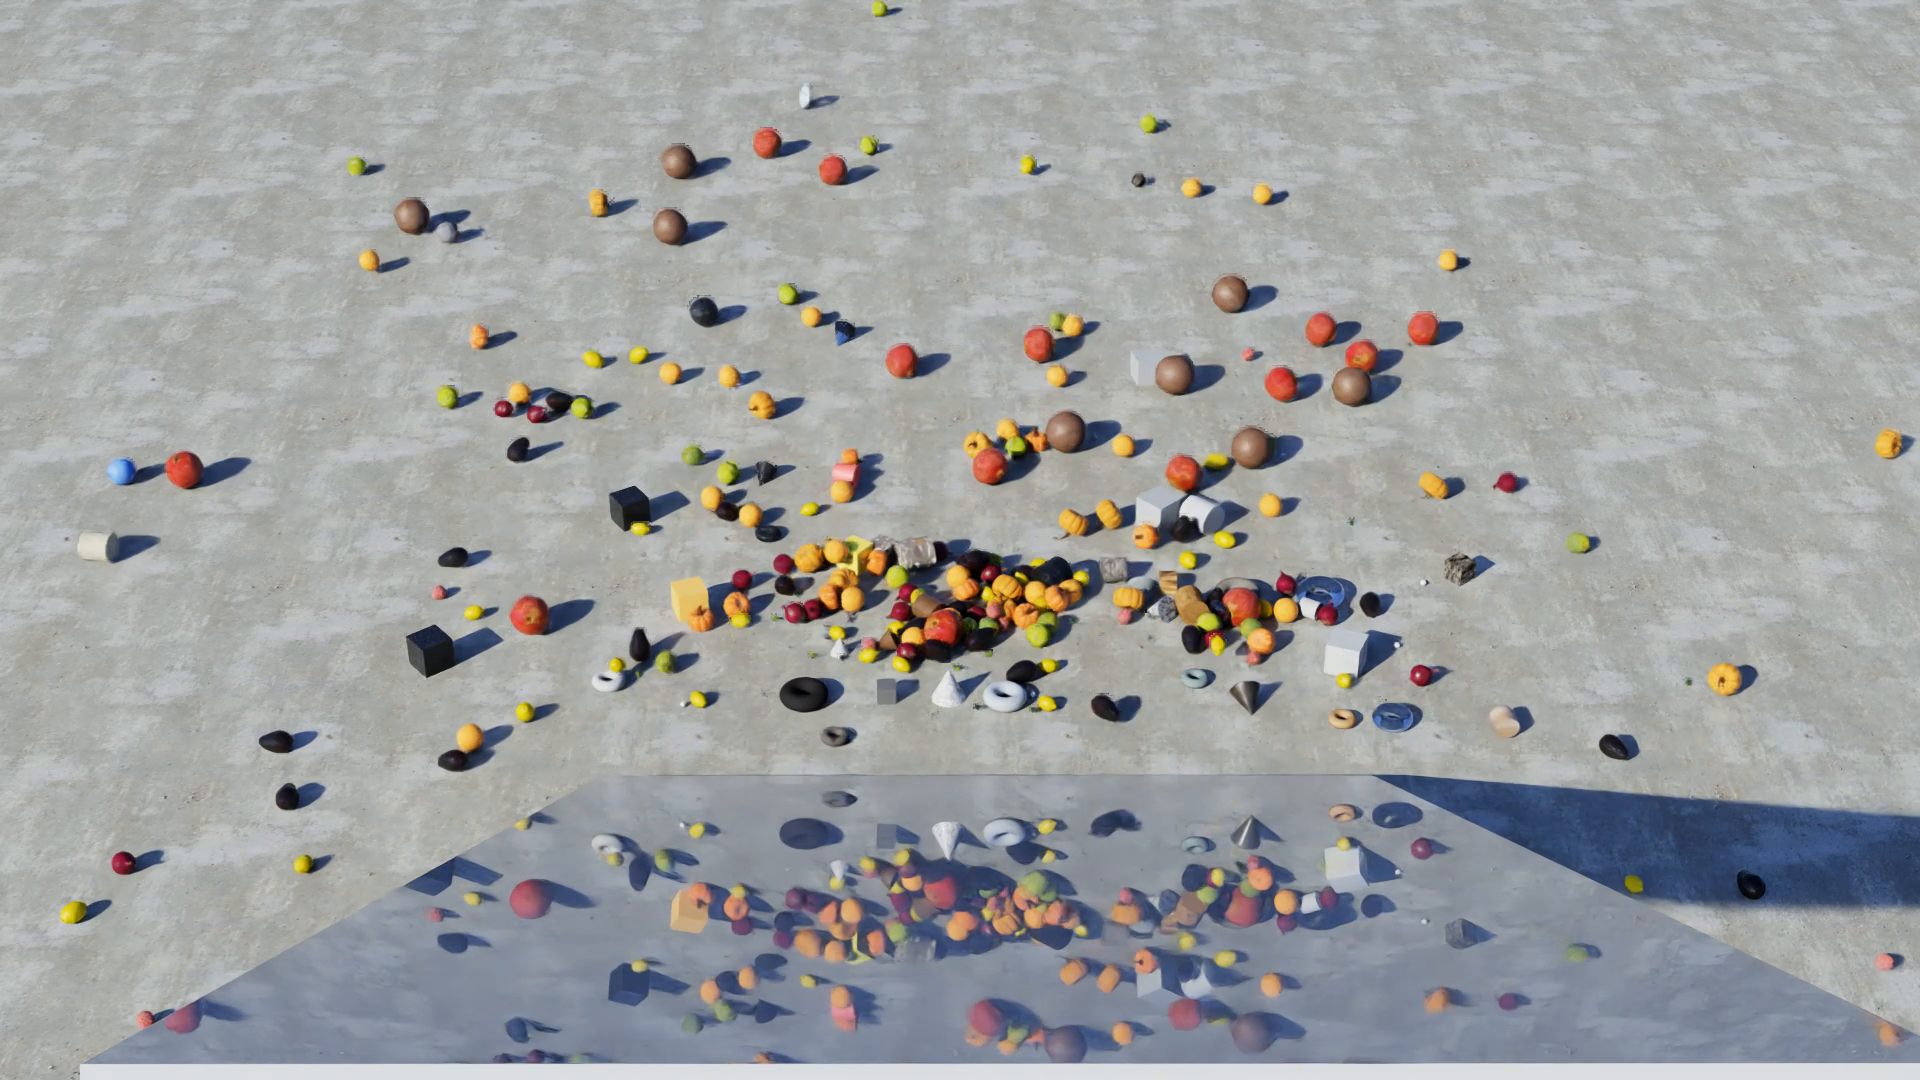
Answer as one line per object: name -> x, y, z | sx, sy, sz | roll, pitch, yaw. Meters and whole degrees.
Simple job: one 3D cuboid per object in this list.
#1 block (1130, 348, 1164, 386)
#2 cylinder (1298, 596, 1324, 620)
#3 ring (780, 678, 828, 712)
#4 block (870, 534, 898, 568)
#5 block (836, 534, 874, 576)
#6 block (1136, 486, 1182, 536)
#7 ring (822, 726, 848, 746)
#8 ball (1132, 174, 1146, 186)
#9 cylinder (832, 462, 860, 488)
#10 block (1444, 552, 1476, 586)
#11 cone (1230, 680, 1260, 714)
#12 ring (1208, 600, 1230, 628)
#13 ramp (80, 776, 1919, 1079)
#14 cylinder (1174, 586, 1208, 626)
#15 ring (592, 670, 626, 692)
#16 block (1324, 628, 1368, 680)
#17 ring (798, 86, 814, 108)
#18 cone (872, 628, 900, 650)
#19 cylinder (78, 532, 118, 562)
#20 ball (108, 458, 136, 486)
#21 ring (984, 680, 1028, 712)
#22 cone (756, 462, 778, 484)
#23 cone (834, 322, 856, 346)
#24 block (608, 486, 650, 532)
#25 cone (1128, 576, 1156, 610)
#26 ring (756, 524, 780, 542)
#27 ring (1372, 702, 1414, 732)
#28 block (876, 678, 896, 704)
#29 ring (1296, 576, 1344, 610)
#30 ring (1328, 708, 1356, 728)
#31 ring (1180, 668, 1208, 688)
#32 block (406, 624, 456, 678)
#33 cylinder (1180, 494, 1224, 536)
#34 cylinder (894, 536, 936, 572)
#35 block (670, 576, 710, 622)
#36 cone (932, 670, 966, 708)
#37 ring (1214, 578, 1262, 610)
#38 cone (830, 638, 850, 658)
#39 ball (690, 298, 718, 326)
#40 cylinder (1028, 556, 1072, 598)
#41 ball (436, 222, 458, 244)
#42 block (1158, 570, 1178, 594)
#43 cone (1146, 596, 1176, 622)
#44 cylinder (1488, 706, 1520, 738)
block -> 0.628, -0.580, 8.684 | 0.090, 0.090, 0.090 | -7, 33, -11
cylinder -> 1.012, 0.198, 7.488 | 0.055, 0.055, 0.055 | 20, 38, 29
ring -> -0.430, 0.425, 7.140 | 0.136, 0.045, 0.136 | 0, 31, 0
block -> -0.231, 0.033, 7.739 | 0.065, 0.065, 0.065 | 20, 38, 29
block -> -0.312, 0.046, 7.707 | 0.077, 0.077, 0.077 | 22, 38, 30
block -> 0.607, -0.088, 7.899 | 0.100, 0.100, 0.100 | -27, 41, -36
ring -> -0.337, 0.530, 6.994 | 0.075, 0.025, 0.075 | -1, 31, 0
ball -> 0.688, -1.388, 9.994 | 0.052, 0.052, 0.052 | 0, 32, 0
cylinder -> -0.355, -0.204, 8.110 | 0.069, 0.069, 0.069 | 10, 34, 16
block -> 1.476, 0.086, 7.657 | 0.064, 0.064, 0.064 | -24, 39, -33
cone -> 0.791, 0.445, 7.115 | 0.086, 0.086, 0.086 | -6, 59, -9
ring -> 0.743, 0.214, 7.438 | 0.029, 0.087, 0.087 | -22, 38, -26
ramp -> 0.072, 0.632, 4.731 | 2.000, 0.100, 4.000 | 0, -1, 0
cylinder -> 0.667, 0.188, 7.477 | 0.084, 0.084, 0.084 | -6, 33, -9
ring -> -0.976, 0.391, 7.205 | 0.094, 0.031, 0.094 | 0, 28, 0
block -> 1.082, 0.318, 7.261 | 0.095, 0.095, 0.095 | 13, 35, 20
ring -> -0.633, -1.817, 10.626 | 0.031, 0.094, 0.094 | 8, 25, -32
cone -> -0.217, 0.295, 7.356 | 0.072, 0.072, 0.072 | -27, 32, 8
cylinder -> -2.573, 0.020, 7.741 | 0.086, 0.086, 0.086 | 4, 33, 7
ball -> -2.624, -0.213, 8.111 | 0.083, 0.083, 0.083 | 0, 32, 0
ring -> 0.124, 0.430, 7.136 | 0.122, 0.041, 0.122 | 1, 32, -1
cone -> -0.618, -0.198, 8.135 | 0.071, 0.071, 0.071 | 10, 60, 16
cone -> -0.408, -0.697, 8.920 | 0.080, 0.080, 0.080 | 12, 61, 18
block -> -1.009, -0.096, 7.920 | 0.090, 0.090, 0.090 | -19, 37, -28
cone -> 0.531, 0.166, 7.553 | 0.087, 0.087, 0.087 | 1, 59, 1
ring -> -0.582, -0.019, 7.859 | 0.079, 0.026, 0.079 | 1, 32, -1
ring -> 1.177, 0.483, 7.057 | 0.113, 0.038, 0.113 | -1, 33, 1
block -> -0.203, 0.418, 7.145 | 0.051, 0.051, 0.051 | -2, 32, -4
ring -> 1.051, 0.154, 7.565 | 0.143, 0.048, 0.143 | -1, 33, 1
ring -> 1.042, 0.487, 7.060 | 0.077, 0.026, 0.077 | 0, 31, 0
ring -> 0.654, 0.385, 7.220 | 0.080, 0.027, 0.080 | 1, 32, 0
block -> -1.485, 0.312, 7.273 | 0.093, 0.093, 0.093 | -24, 40, -33
cylinder -> 0.734, -0.076, 7.881 | 0.097, 0.097, 0.097 | -28, 41, -36
cylinder -> -0.133, 0.043, 7.696 | 0.095, 0.095, 0.095 | -9, 33, -29
block -> -0.781, 0.172, 7.499 | 0.087, 0.087, 0.087 | -11, 34, -17
cone -> -0.031, 0.394, 7.141 | 0.096, 0.096, 0.096 | 0, 32, 0
ring -> 0.809, 0.157, 7.561 | 0.139, 0.046, 0.139 | 1, 33, -1
cone -> -0.339, 0.296, 7.332 | 0.057, 0.057, 0.057 | 0, 32, 0
ball -> -0.891, -0.794, 9.013 | 0.099, 0.099, 0.099 | 0, 32, 0
cylinder -> 0.266, 0.108, 7.596 | 0.092, 0.092, 0.092 | 25, 40, 34
ball -> -1.892, -1.134, 9.567 | 0.081, 0.081, 0.081 | 0, 32, 0
block -> 0.610, 0.126, 7.607 | 0.051, 0.051, 0.051 | 0, 32, 0
cone -> 0.570, 0.203, 7.499 | 0.077, 0.077, 0.077 | -6, 20, 45
cylinder -> 1.472, 0.492, 7.015 | 0.065, 0.065, 0.065 | -4, 33, -7
